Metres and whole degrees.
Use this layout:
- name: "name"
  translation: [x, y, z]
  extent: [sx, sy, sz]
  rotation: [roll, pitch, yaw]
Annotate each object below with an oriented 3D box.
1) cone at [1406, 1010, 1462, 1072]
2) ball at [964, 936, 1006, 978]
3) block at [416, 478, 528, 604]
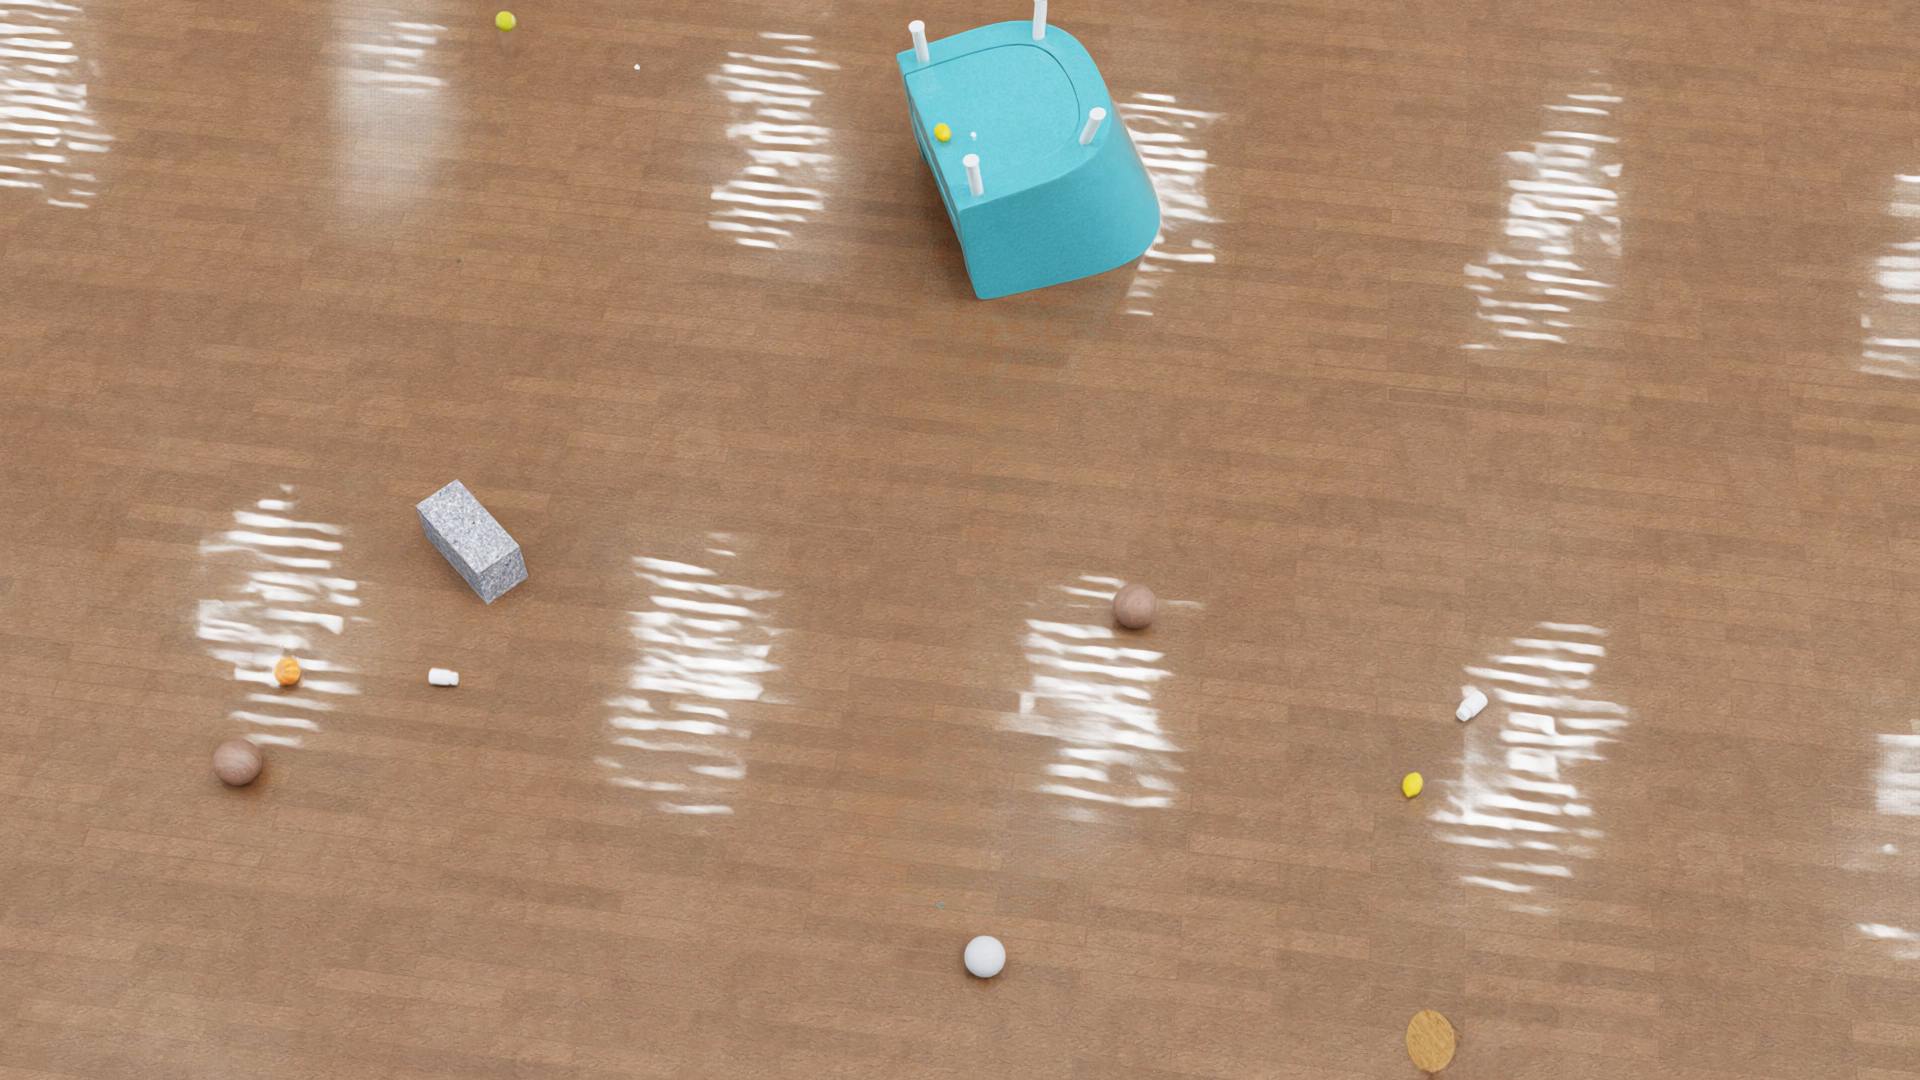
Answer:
- name: "cone"
  translation: [1.255, 1.285, 5.670]
  extent: [0.130, 0.163, 0.149]
  rotation: [2, 43, -38]
- name: "ball"
  translation: [0.065, 1.094, 5.775]
  extent: [0.109, 0.109, 0.109]
  rotation: [0, 56, 0]
- name: "block"
  translation: [-1.436, 0.004, 6.473]
  extent: [0.147, 0.163, 0.318]
  rotation: [-36, 63, -22]
